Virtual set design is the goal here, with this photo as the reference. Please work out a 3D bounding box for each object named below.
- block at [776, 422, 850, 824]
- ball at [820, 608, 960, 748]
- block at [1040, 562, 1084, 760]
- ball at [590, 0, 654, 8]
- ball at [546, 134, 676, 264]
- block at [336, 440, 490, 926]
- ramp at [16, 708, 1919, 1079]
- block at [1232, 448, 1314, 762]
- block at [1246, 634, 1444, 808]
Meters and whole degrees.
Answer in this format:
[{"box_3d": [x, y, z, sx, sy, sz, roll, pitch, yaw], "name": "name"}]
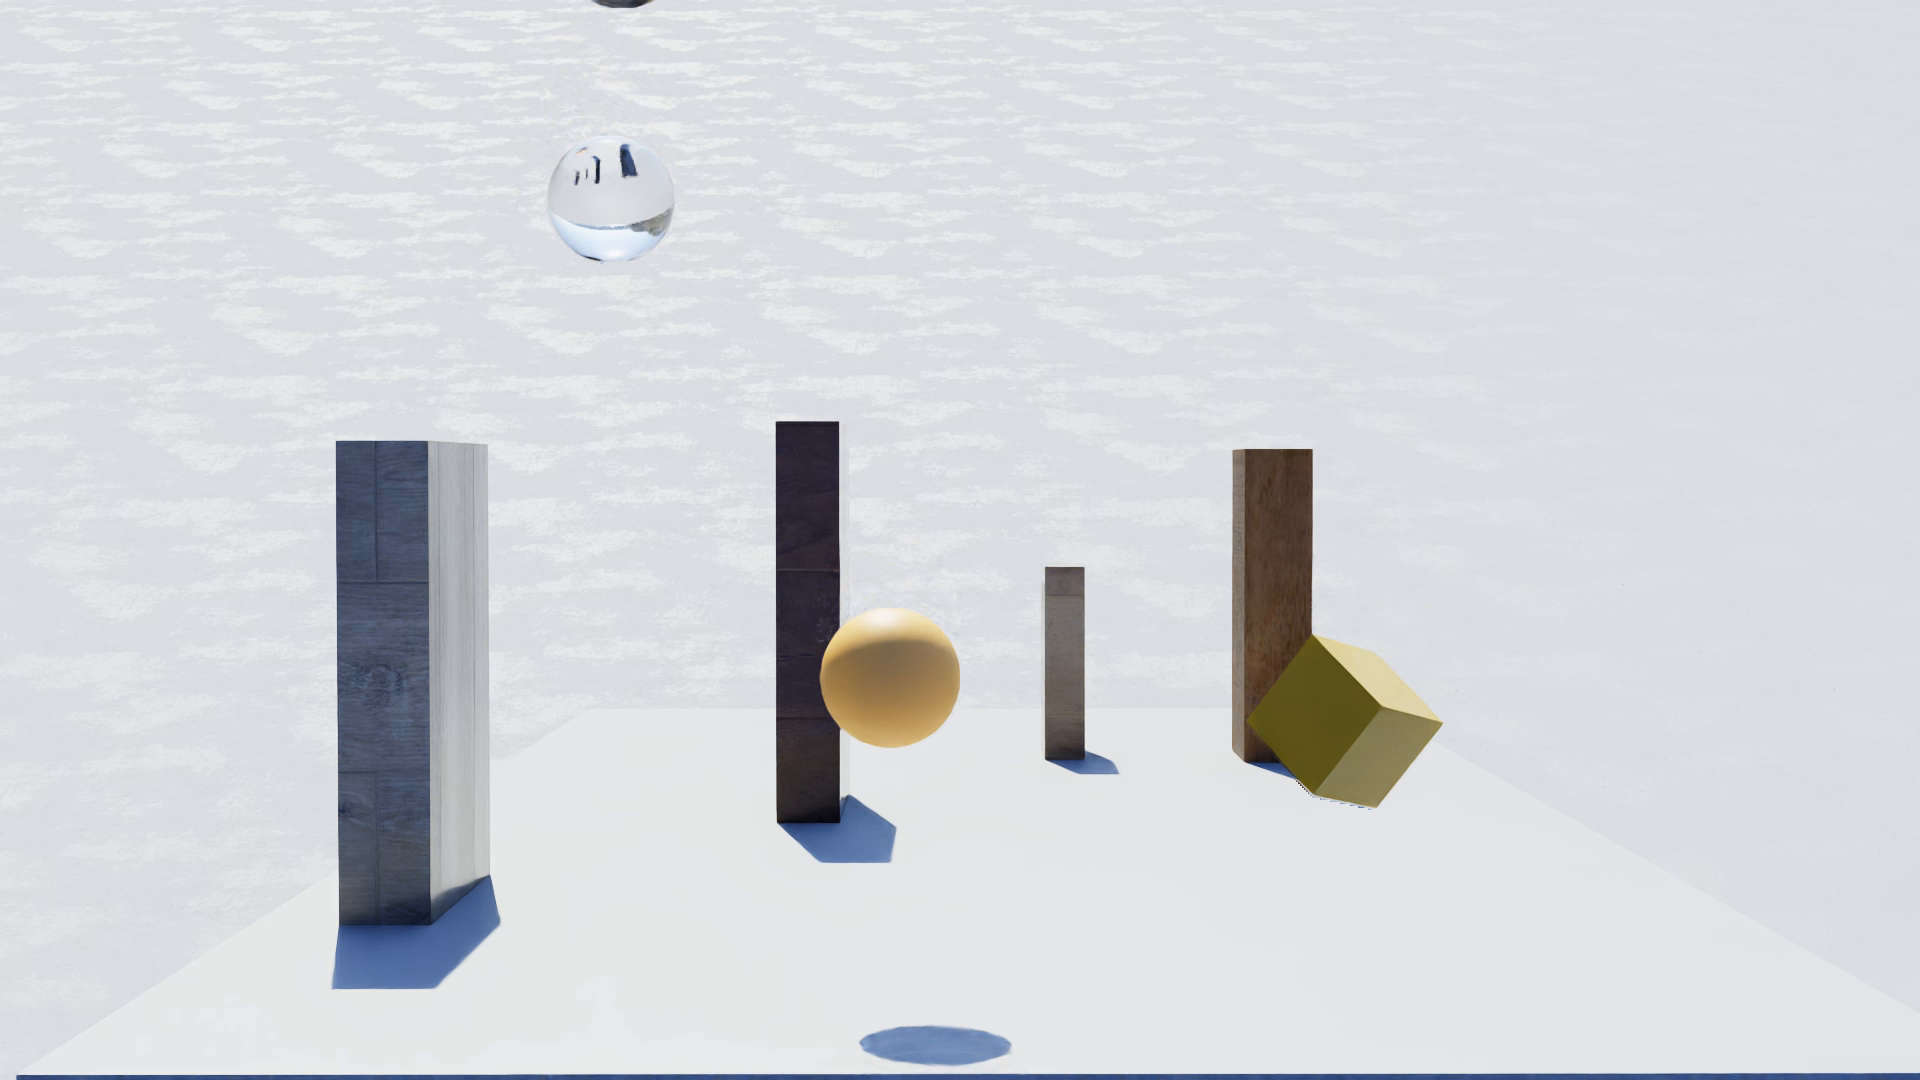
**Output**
[{"box_3d": [-0.260, 0.136, 4.605, 0.109, 0.687, 0.403, 0, 1, 0], "name": "block"}, {"box_3d": [-0.079, 0.156, 2.932, 0.160, 0.160, 0.160, 0, 26, 0], "name": "ball"}, {"box_3d": [0.219, 0.254, 5.503, 0.084, 0.404, 0.243, 0, 1, 0], "name": "block"}, {"box_3d": [-0.299, -0.531, 2.274, 0.122, 0.122, 0.122, 0, 26, 0], "name": "ball"}, {"box_3d": [-0.314, -0.307, 2.324, 0.116, 0.116, 0.116, 0, 26, 0], "name": "ball"}, {"box_3d": [-0.762, 0.184, 3.623, 0.122, 0.641, 0.435, 0, 1, 0], "name": "block"}, {"box_3d": [0.059, 0.530, 4.567, 2.000, 0.100, 4.000, 0, 1, 0], "name": "ramp"}, {"box_3d": [0.658, 0.133, 5.446, 0.141, 0.648, 0.240, 0, 1, 0], "name": "block"}, {"box_3d": [0.386, 0.182, 2.585, 0.114, 0.114, 0.114, 16, 25, -46], "name": "block"}]
